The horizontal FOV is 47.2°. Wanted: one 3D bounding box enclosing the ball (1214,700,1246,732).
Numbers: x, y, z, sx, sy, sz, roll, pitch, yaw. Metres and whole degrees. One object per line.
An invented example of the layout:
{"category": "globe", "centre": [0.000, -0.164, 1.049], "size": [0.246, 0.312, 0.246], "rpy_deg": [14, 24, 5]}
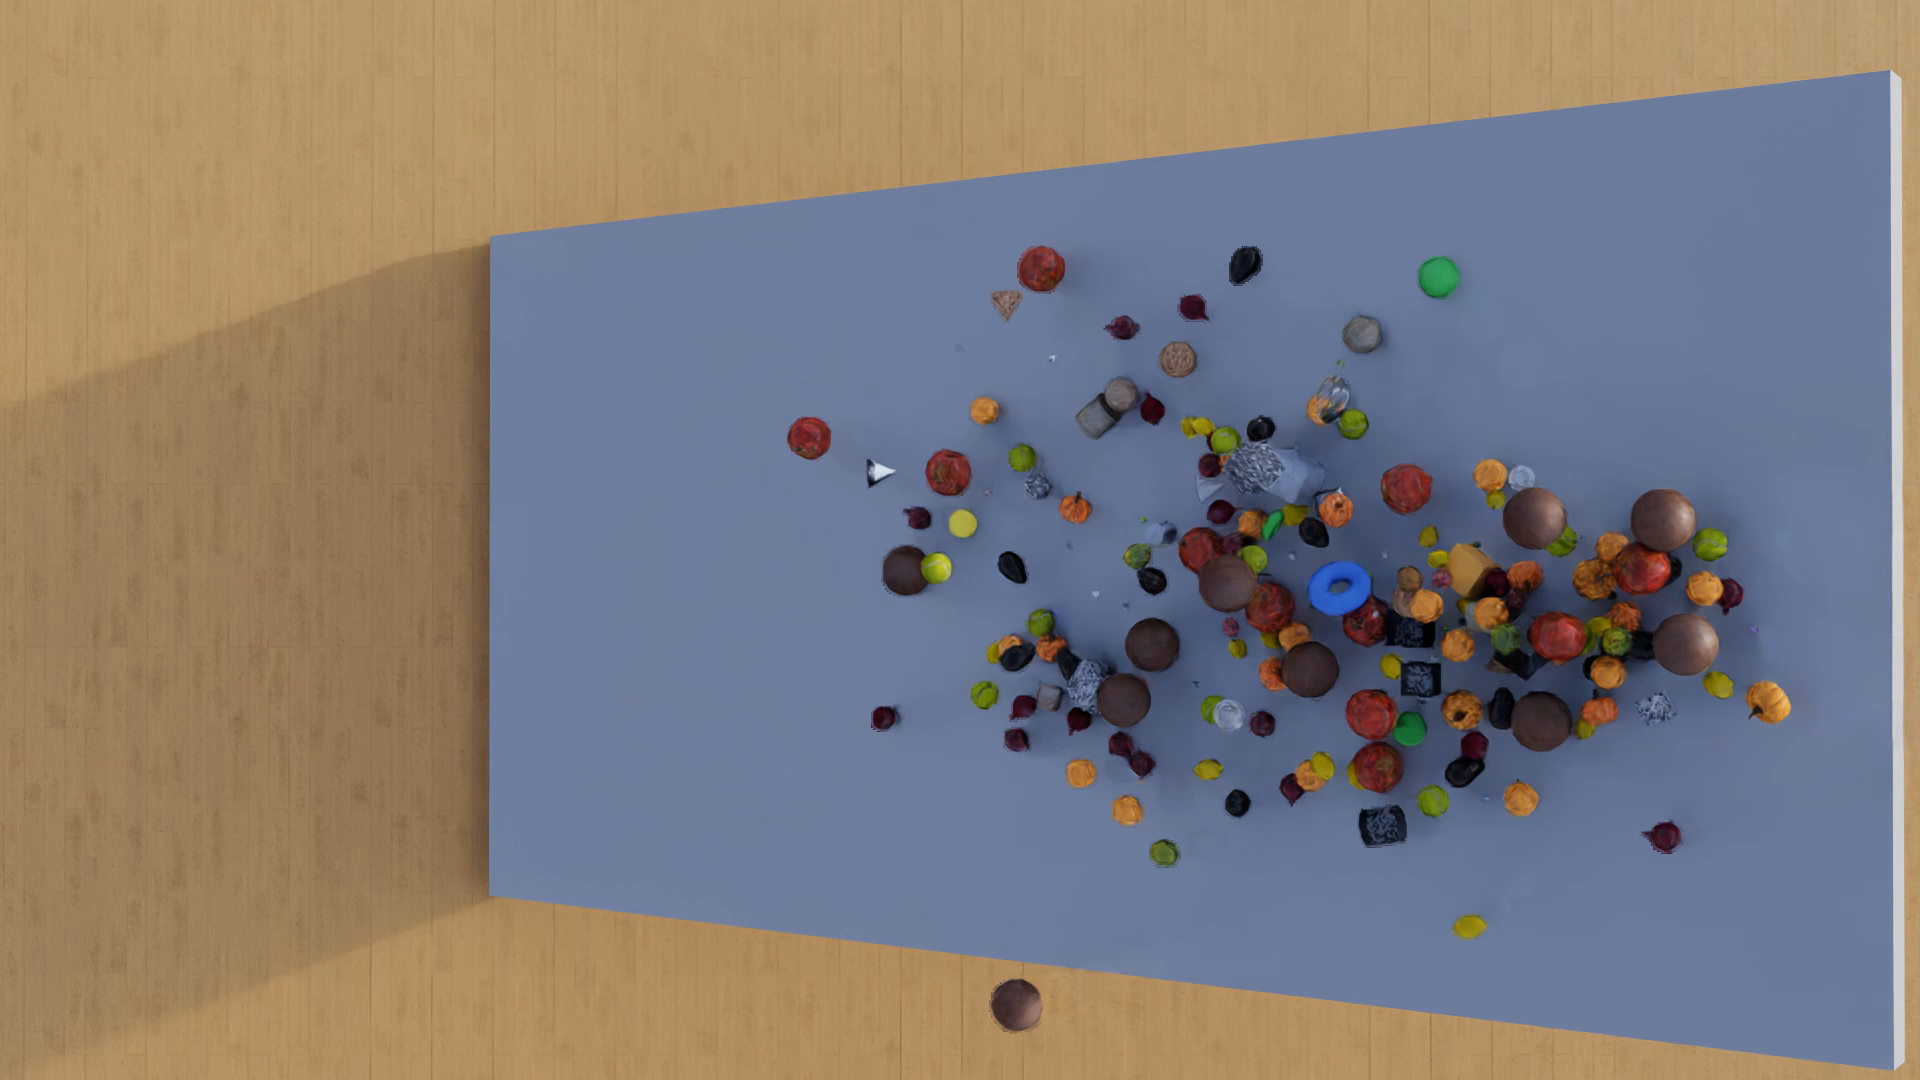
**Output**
{"category": "ball", "centre": [0.624, 0.407, 5.097], "size": [0.075, 0.075, 0.075], "rpy_deg": [0, 90, 0]}

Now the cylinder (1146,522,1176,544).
{"category": "cylinder", "centre": [0.486, -0.015, 5.312], "size": [0.053, 0.053, 0.053], "rpy_deg": [2, 92, 41]}

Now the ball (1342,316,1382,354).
{"category": "ball", "centre": [0.914, -0.466, 5.003], "size": [0.086, 0.086, 0.086], "rpy_deg": [0, 90, 0]}

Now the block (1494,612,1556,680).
{"category": "block", "centre": [1.222, 0.230, 4.759], "size": [0.086, 0.086, 0.086], "rpy_deg": [-37, 56, -22]}

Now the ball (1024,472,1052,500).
{"category": "ball", "centre": [0.196, -0.135, 5.507], "size": [0.068, 0.068, 0.068], "rpy_deg": [0, 90, 0]}

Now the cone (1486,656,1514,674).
{"category": "cone", "centre": [1.194, 0.250, 4.826], "size": [0.072, 0.072, 0.072], "rpy_deg": [12, 76, 0]}

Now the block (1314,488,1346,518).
{"category": "block", "centre": [0.844, -0.085, 5.022], "size": [0.053, 0.053, 0.053], "rpy_deg": [-10, 98, 24]}

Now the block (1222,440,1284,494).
{"category": "block", "centre": [0.656, -0.163, 4.924], "size": [0.082, 0.082, 0.082], "rpy_deg": [-47, 111, -26]}

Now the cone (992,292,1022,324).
{"category": "cone", "centre": [0.112, -0.560, 5.343], "size": [0.074, 0.074, 0.074], "rpy_deg": [-1, 86, 0]}

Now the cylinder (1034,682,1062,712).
{"category": "cylinder", "centre": [0.221, 0.391, 5.485], "size": [0.060, 0.060, 0.060], "rpy_deg": [13, 90, 0]}

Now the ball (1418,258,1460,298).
{"category": "ball", "centre": [1.066, -0.585, 4.897], "size": [0.089, 0.089, 0.089], "rpy_deg": [0, 90, 0]}

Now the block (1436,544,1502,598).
{"category": "block", "centre": [1.122, 0.068, 4.855], "size": [0.085, 0.085, 0.085], "rpy_deg": [42, 112, 28]}

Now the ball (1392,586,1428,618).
{"category": "ball", "centre": [0.995, 0.134, 4.858], "size": [0.079, 0.079, 0.079], "rpy_deg": [0, 90, 0]}

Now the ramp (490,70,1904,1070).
{"category": "ramp", "centre": [0.247, 0.068, 5.573], "size": [4.000, 0.100, 2.000], "rpy_deg": [0, 89, 35]}

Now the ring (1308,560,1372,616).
{"category": "ring", "centre": [0.854, 0.108, 4.949], "size": [0.146, 0.049, 0.146], "rpy_deg": [-12, 46, 13]}

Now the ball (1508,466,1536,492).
{"category": "ball", "centre": [1.225, -0.134, 4.796], "size": [0.056, 0.056, 0.056], "rpy_deg": [0, 90, 0]}

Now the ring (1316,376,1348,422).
{"category": "ring", "centre": [0.840, -0.317, 4.958], "size": [0.036, 0.109, 0.109], "rpy_deg": [12, 90, -19]}

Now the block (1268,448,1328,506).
{"category": "block", "centre": [0.773, -0.145, 5.091], "size": [0.096, 0.096, 0.096], "rpy_deg": [31, 107, 31]}

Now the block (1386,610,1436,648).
{"category": "block", "centre": [1.011, 0.198, 4.933], "size": [0.080, 0.080, 0.080], "rpy_deg": [2, 90, 35]}

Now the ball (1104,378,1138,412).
{"category": "ball", "centre": [0.393, -0.353, 5.364], "size": [0.083, 0.083, 0.083], "rpy_deg": [0, 90, 0]}

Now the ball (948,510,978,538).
{"category": "ball", "centre": [0.007, -0.041, 5.634], "size": [0.075, 0.075, 0.075], "rpy_deg": [0, 90, 0]}

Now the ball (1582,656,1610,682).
{"category": "ball", "centre": [1.361, 0.275, 4.707], "size": [0.055, 0.055, 0.055], "rpy_deg": [0, 90, 0]}

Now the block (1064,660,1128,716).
{"category": "block", "centre": [0.333, 0.361, 5.377], "size": [0.093, 0.093, 0.093], "rpy_deg": [12, 114, -38]}

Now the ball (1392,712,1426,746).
{"category": "ball", "centre": [1.008, 0.423, 4.936], "size": [0.078, 0.078, 0.078], "rpy_deg": [0, 90, 0]}

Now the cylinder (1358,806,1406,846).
{"category": "cylinder", "centre": [0.950, 0.641, 4.937], "size": [0.081, 0.081, 0.081], "rpy_deg": [-13, 89, 29]}

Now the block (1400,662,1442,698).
{"category": "block", "centre": [1.014, 0.307, 4.839], "size": [0.066, 0.066, 0.066], "rpy_deg": [5, 96, 34]}

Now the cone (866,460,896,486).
{"category": "cone", "centre": [-0.203, -0.179, 5.806], "size": [0.073, 0.073, 0.073], "rpy_deg": [-4, 90, 8]}

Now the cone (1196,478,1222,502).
{"category": "cone", "centre": [0.591, -0.125, 5.168], "size": [0.059, 0.059, 0.059], "rpy_deg": [-14, 90, 15]}

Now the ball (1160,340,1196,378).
{"category": "ball", "centre": [0.522, -0.433, 5.271], "size": [0.090, 0.090, 0.090], "rpy_deg": [0, 90, 0]}

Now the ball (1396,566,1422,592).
{"category": "ball", "centre": [0.982, 0.085, 4.805], "size": [0.056, 0.056, 0.056], "rpy_deg": [0, 90, 0]}

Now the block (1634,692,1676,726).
{"category": "block", "centre": [1.466, 0.356, 4.633], "size": [0.055, 0.055, 0.055], "rpy_deg": [-28, 74, 31]}
